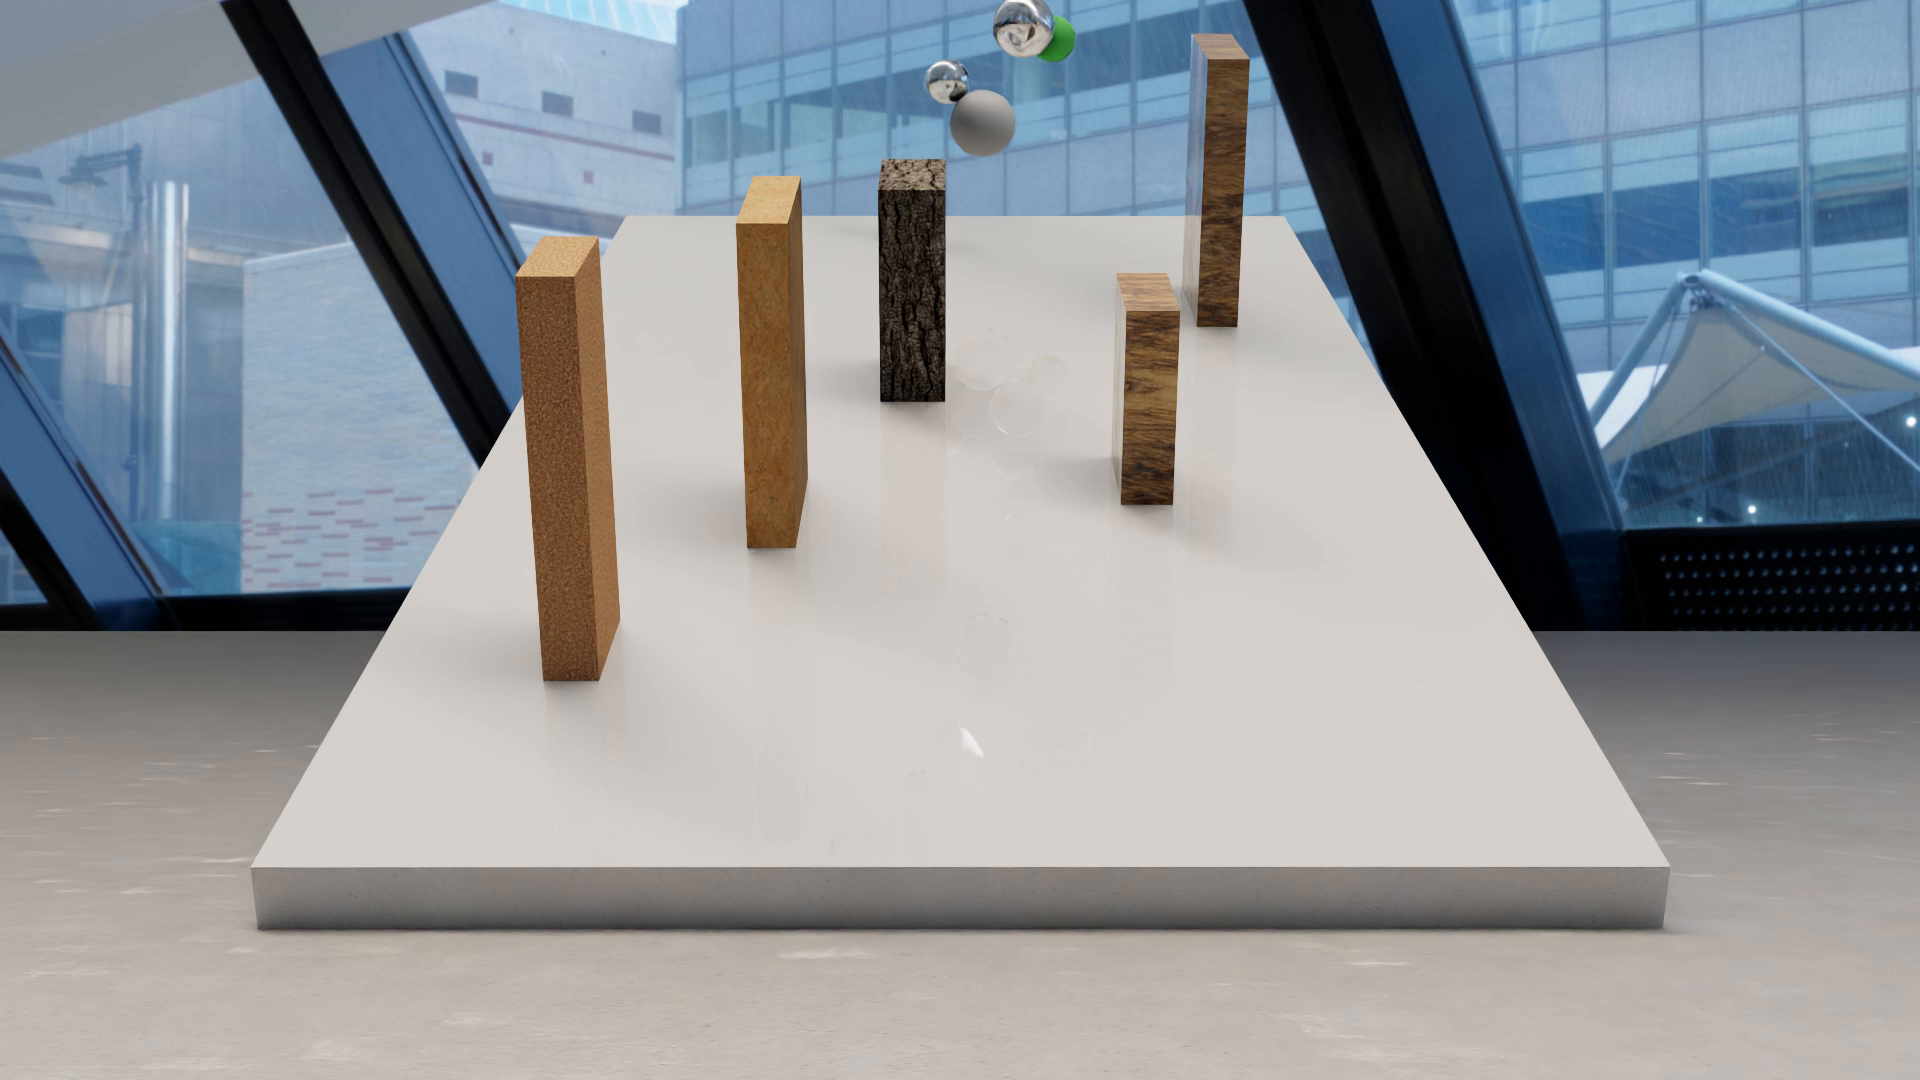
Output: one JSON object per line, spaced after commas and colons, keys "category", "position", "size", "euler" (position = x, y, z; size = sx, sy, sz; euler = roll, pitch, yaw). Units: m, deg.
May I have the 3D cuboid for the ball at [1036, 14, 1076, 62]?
{"category": "ball", "position": [0.276, -1.493, 6.799], "size": [0.138, 0.138, 0.138], "euler": [0, -2, 0]}

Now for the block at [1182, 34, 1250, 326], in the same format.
{"category": "block", "position": [0.653, -0.929, 5.871], "size": [0.103, 0.674, 0.403], "euler": [0, 21, 0]}

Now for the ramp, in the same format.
{"category": "ramp", "position": [-0.006, -0.216, 5.100], "size": [2.000, 0.100, 4.000], "euler": [0, 21, 0]}

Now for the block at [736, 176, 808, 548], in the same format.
{"category": "block", "position": [-0.361, -0.352, 4.437], "size": [0.093, 0.631, 0.403], "euler": [0, 21, 0]}

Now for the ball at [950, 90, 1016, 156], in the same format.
{"category": "ball", "position": [0.065, -1.186, 6.500], "size": [0.188, 0.188, 0.188], "euler": [0, -2, 0]}

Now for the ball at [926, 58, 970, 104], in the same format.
{"category": "ball", "position": [-0.036, -1.306, 6.505], "size": [0.126, 0.126, 0.126], "euler": [0, -2, 0]}

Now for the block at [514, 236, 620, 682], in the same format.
{"category": "block", "position": [-0.646, -0.135, 3.794], "size": [0.093, 0.690, 0.263], "euler": [0, 21, 0]}

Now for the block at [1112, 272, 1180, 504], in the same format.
{"category": "block", "position": [0.375, -0.311, 4.653], "size": [0.105, 0.402, 0.294], "euler": [0, 21, 0]}

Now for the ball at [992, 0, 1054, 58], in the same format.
{"category": "ball", "position": [0.185, -1.497, 6.651], "size": [0.183, 0.183, 0.183], "euler": [0, -2, 0]}

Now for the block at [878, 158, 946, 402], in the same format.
{"category": "block", "position": [-0.108, -0.605, 5.286], "size": [0.149, 0.490, 0.334], "euler": [0, 21, 0]}
